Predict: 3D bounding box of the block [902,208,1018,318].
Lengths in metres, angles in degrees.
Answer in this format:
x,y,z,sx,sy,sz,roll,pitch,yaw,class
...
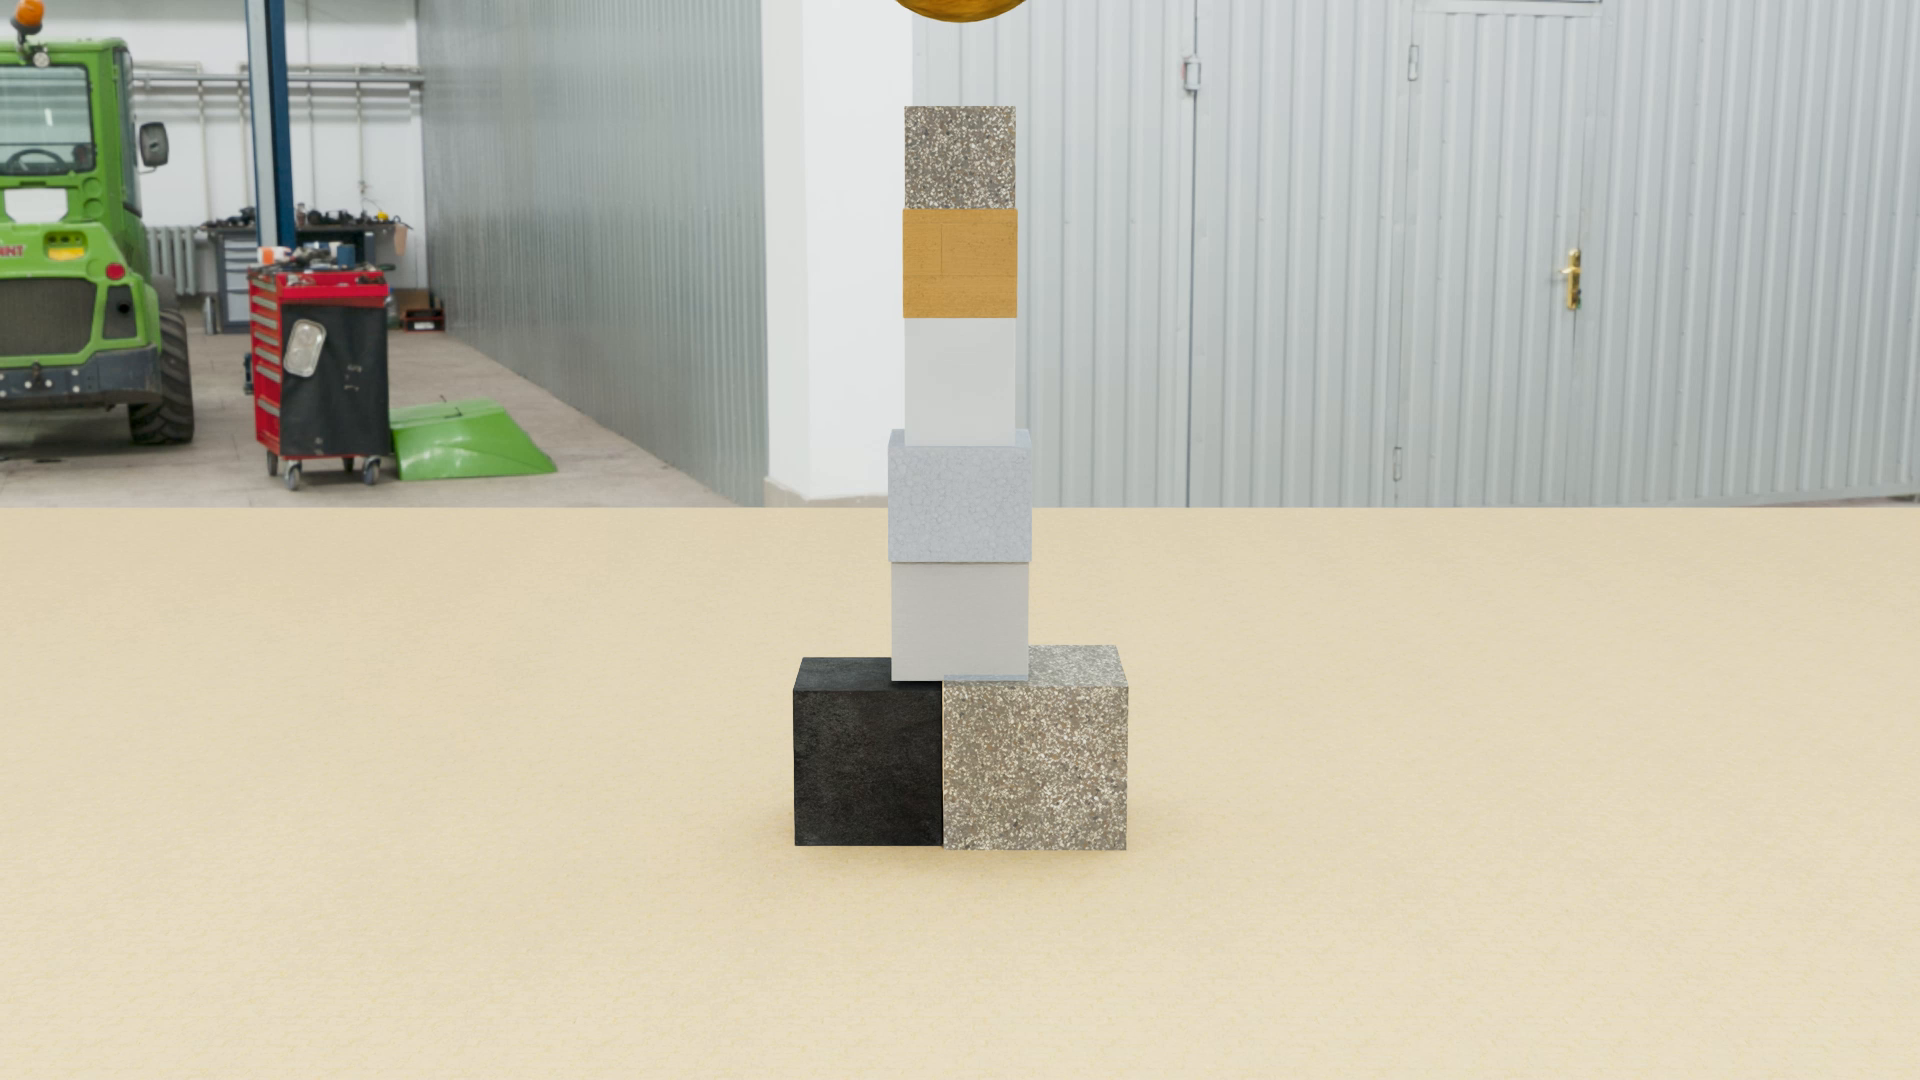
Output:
x,y,z,sx,sy,sz,roll,pitch,yaw,class
0.000,-1.386,10.912,0.555,0.523,0.564,0,10,0,block

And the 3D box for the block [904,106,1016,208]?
x,y,z,sx,sy,sz,roll,pitch,yaw,class
0.000,-1.887,10.845,0.535,0.488,0.487,0,10,0,block

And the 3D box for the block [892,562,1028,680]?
x,y,z,sx,sy,sz,roll,pitch,yaw,class
0.000,0.343,11.251,0.682,0.612,0.654,0,10,0,block

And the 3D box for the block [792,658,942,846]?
x,y,z,sx,sy,sz,roll,pitch,yaw,class
-0.463,1.081,11.370,0.742,0.805,0.726,0,10,0,block

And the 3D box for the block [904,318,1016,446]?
x,y,z,sx,sy,sz,roll,pitch,yaw,class
0.000,-0.821,11.020,0.538,0.626,0.608,0,10,0,block

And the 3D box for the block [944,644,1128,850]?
x,y,z,sx,sy,sz,roll,pitch,yaw,class
0.376,1.058,11.389,0.915,0.844,0.915,0,10,0,block

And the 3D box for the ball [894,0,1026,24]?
x,y,z,sx,sy,sz,roll,pitch,yaw,class
0.000,-4.490,15.603,1.600,1.600,1.600,0,10,0,ball

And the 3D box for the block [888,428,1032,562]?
x,y,z,sx,sy,sz,roll,pitch,yaw,class
0.000,-0.236,11.134,0.707,0.568,0.711,0,10,0,block
